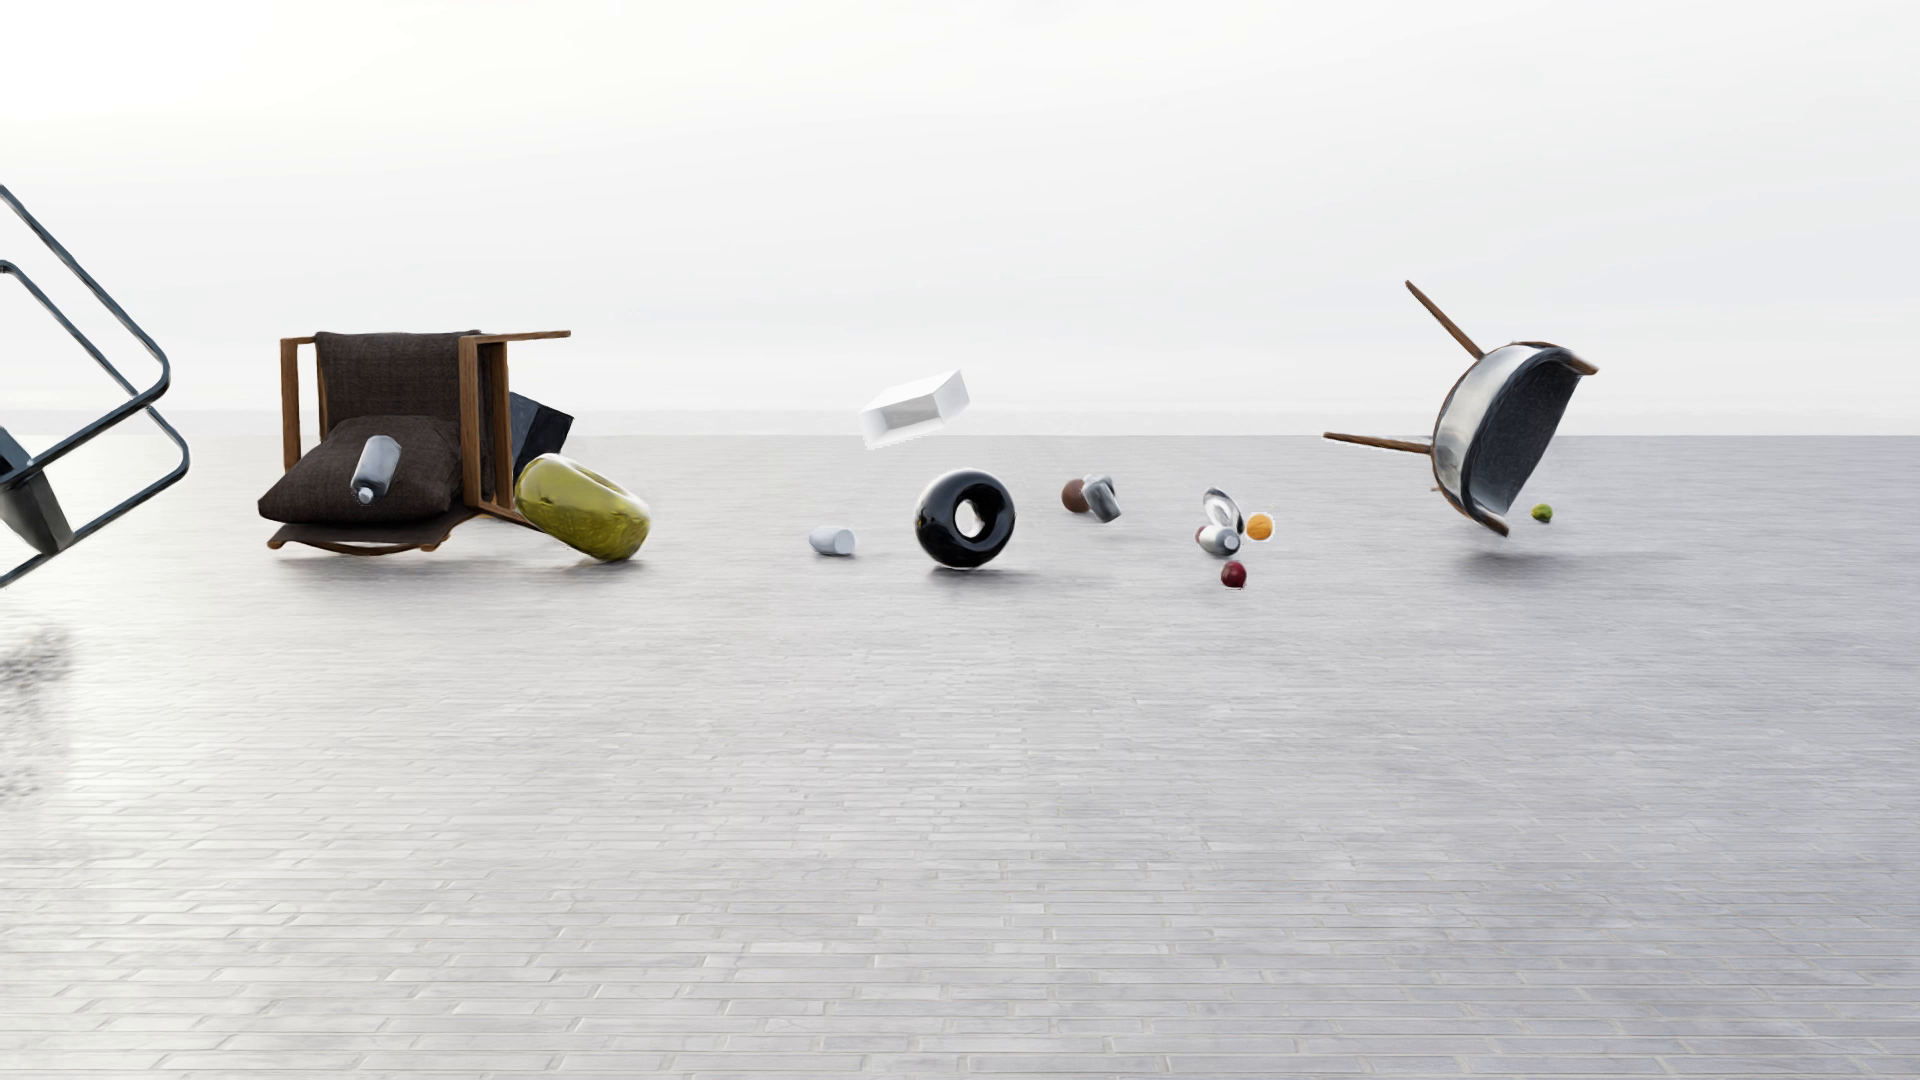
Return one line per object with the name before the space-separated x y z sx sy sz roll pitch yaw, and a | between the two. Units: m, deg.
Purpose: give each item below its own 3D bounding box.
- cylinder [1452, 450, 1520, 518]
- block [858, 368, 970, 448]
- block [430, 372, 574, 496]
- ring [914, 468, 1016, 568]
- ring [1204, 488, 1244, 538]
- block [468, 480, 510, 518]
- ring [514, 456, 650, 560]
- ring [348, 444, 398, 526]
cylinder | 1.738 -0.185 7.264 0.213 0.139 0.169 -32 64 -30
block | -0.144 -0.422 7.017 0.260 0.116 0.303 -14 14 21
block | -1.758 -0.388 8.454 0.365 0.367 0.246 22 -1 24
ring | 0.012 -0.054 5.514 0.269 0.248 0.150 -37 14 -27
ring | 0.799 -0.082 6.662 0.037 0.178 0.137 -34 0 -27
block | -1.651 -0.143 7.701 0.105 0.103 0.085 -6 25 -45
ring | -0.985 -0.082 5.745 0.350 0.178 0.406 31 2 23
ring | -1.937 -0.183 7.267 0.053 0.350 0.165 37 -44 -27
